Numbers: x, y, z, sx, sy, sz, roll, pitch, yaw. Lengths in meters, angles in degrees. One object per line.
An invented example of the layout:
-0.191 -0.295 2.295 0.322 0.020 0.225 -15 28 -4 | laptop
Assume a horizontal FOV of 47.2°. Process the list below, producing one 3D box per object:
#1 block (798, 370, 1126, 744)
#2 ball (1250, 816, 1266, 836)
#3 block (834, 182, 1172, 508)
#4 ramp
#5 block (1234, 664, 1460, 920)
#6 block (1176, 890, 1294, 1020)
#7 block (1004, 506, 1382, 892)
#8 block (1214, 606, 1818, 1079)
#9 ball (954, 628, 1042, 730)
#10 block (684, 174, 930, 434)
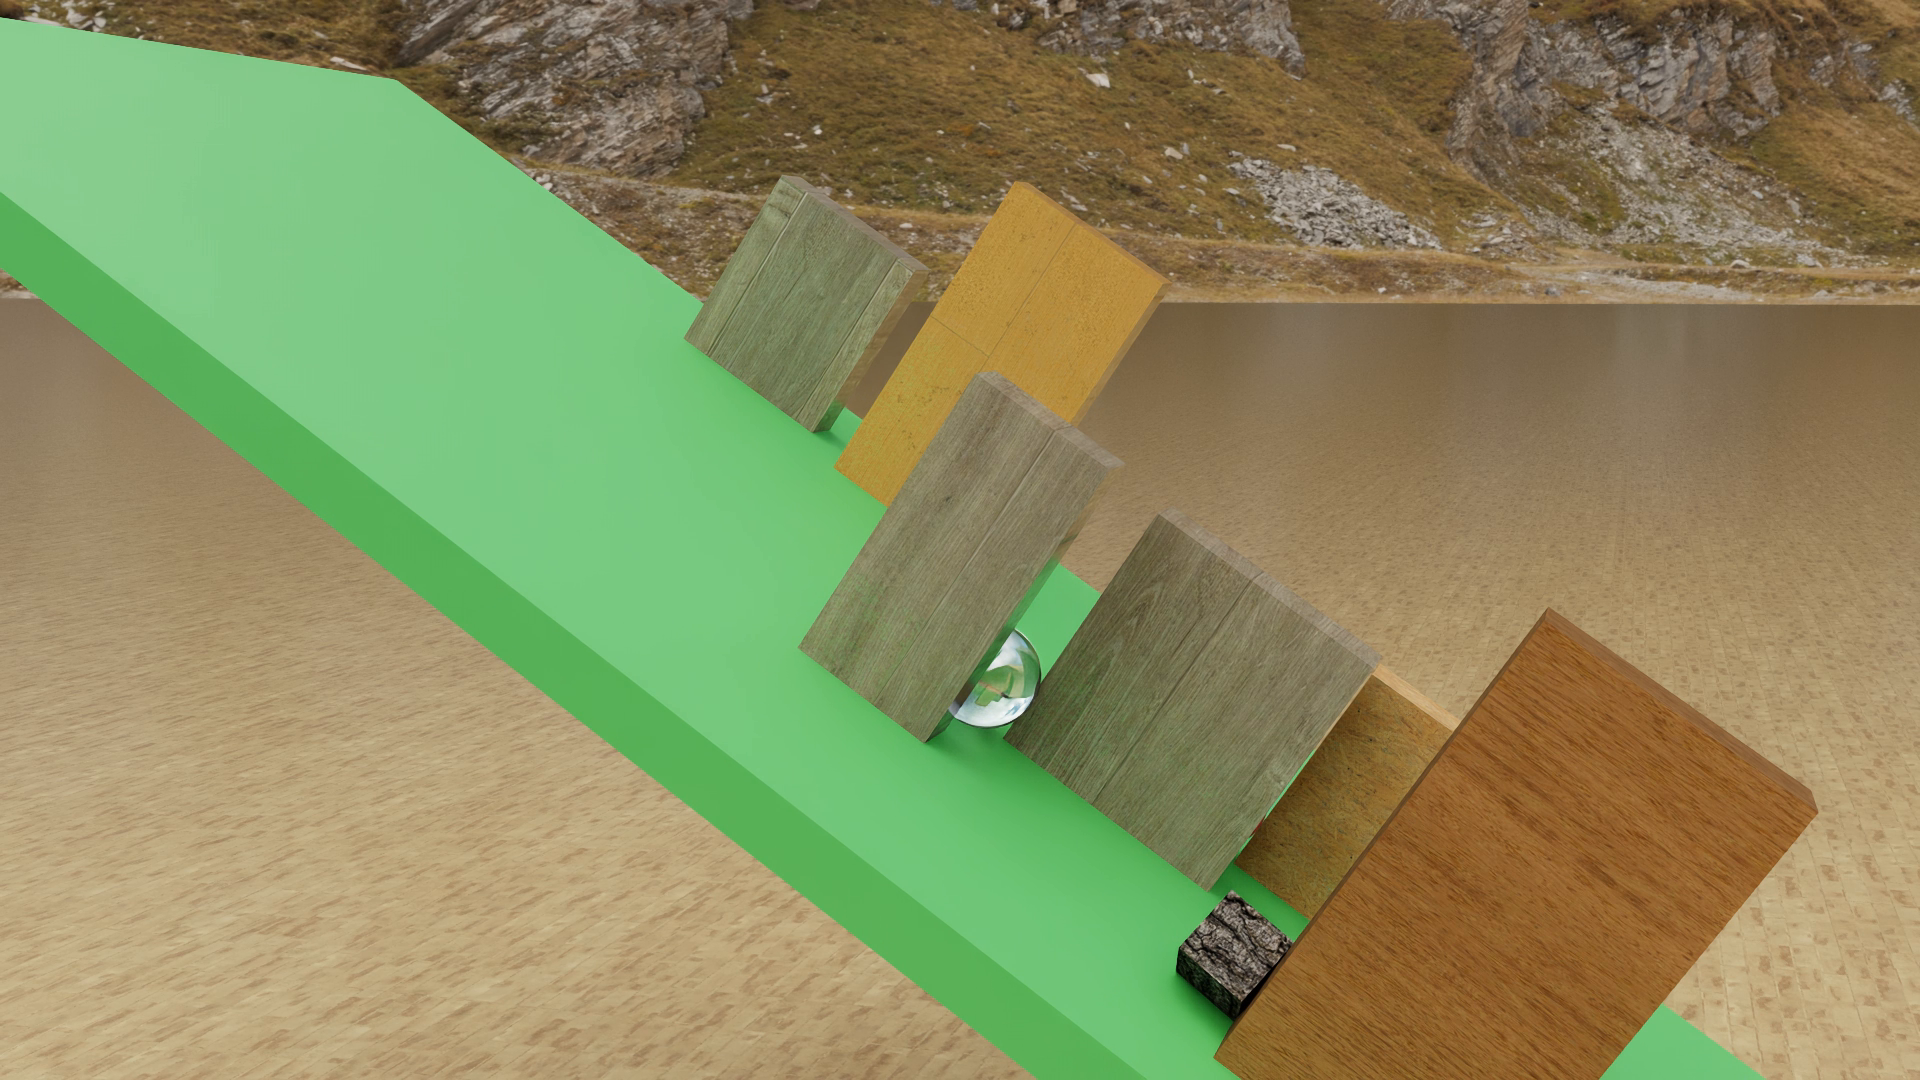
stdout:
0.000 0.028 3.591 0.265 0.550 0.116 36 15 10 | block
0.467 0.464 3.932 0.168 0.168 0.168 0 7 0 | ball
0.084 -0.339 4.573 0.371 0.715 0.098 36 15 10 | block
-0.113 0.194 4.093 4.000 0.100 2.000 36 15 10 | ramp
0.757 0.499 3.912 0.340 0.429 0.117 36 15 10 | block
0.413 0.628 3.314 0.121 0.121 0.121 39 -19 20 | block
0.396 0.270 3.776 0.439 0.484 0.127 36 15 10 | block
0.766 0.545 3.093 0.429 0.794 0.130 36 15 10 | block
0.047 0.230 3.760 0.185 0.185 0.185 0 7 0 | ball
-0.337 -0.516 4.814 0.364 0.426 0.109 36 15 10 | block
